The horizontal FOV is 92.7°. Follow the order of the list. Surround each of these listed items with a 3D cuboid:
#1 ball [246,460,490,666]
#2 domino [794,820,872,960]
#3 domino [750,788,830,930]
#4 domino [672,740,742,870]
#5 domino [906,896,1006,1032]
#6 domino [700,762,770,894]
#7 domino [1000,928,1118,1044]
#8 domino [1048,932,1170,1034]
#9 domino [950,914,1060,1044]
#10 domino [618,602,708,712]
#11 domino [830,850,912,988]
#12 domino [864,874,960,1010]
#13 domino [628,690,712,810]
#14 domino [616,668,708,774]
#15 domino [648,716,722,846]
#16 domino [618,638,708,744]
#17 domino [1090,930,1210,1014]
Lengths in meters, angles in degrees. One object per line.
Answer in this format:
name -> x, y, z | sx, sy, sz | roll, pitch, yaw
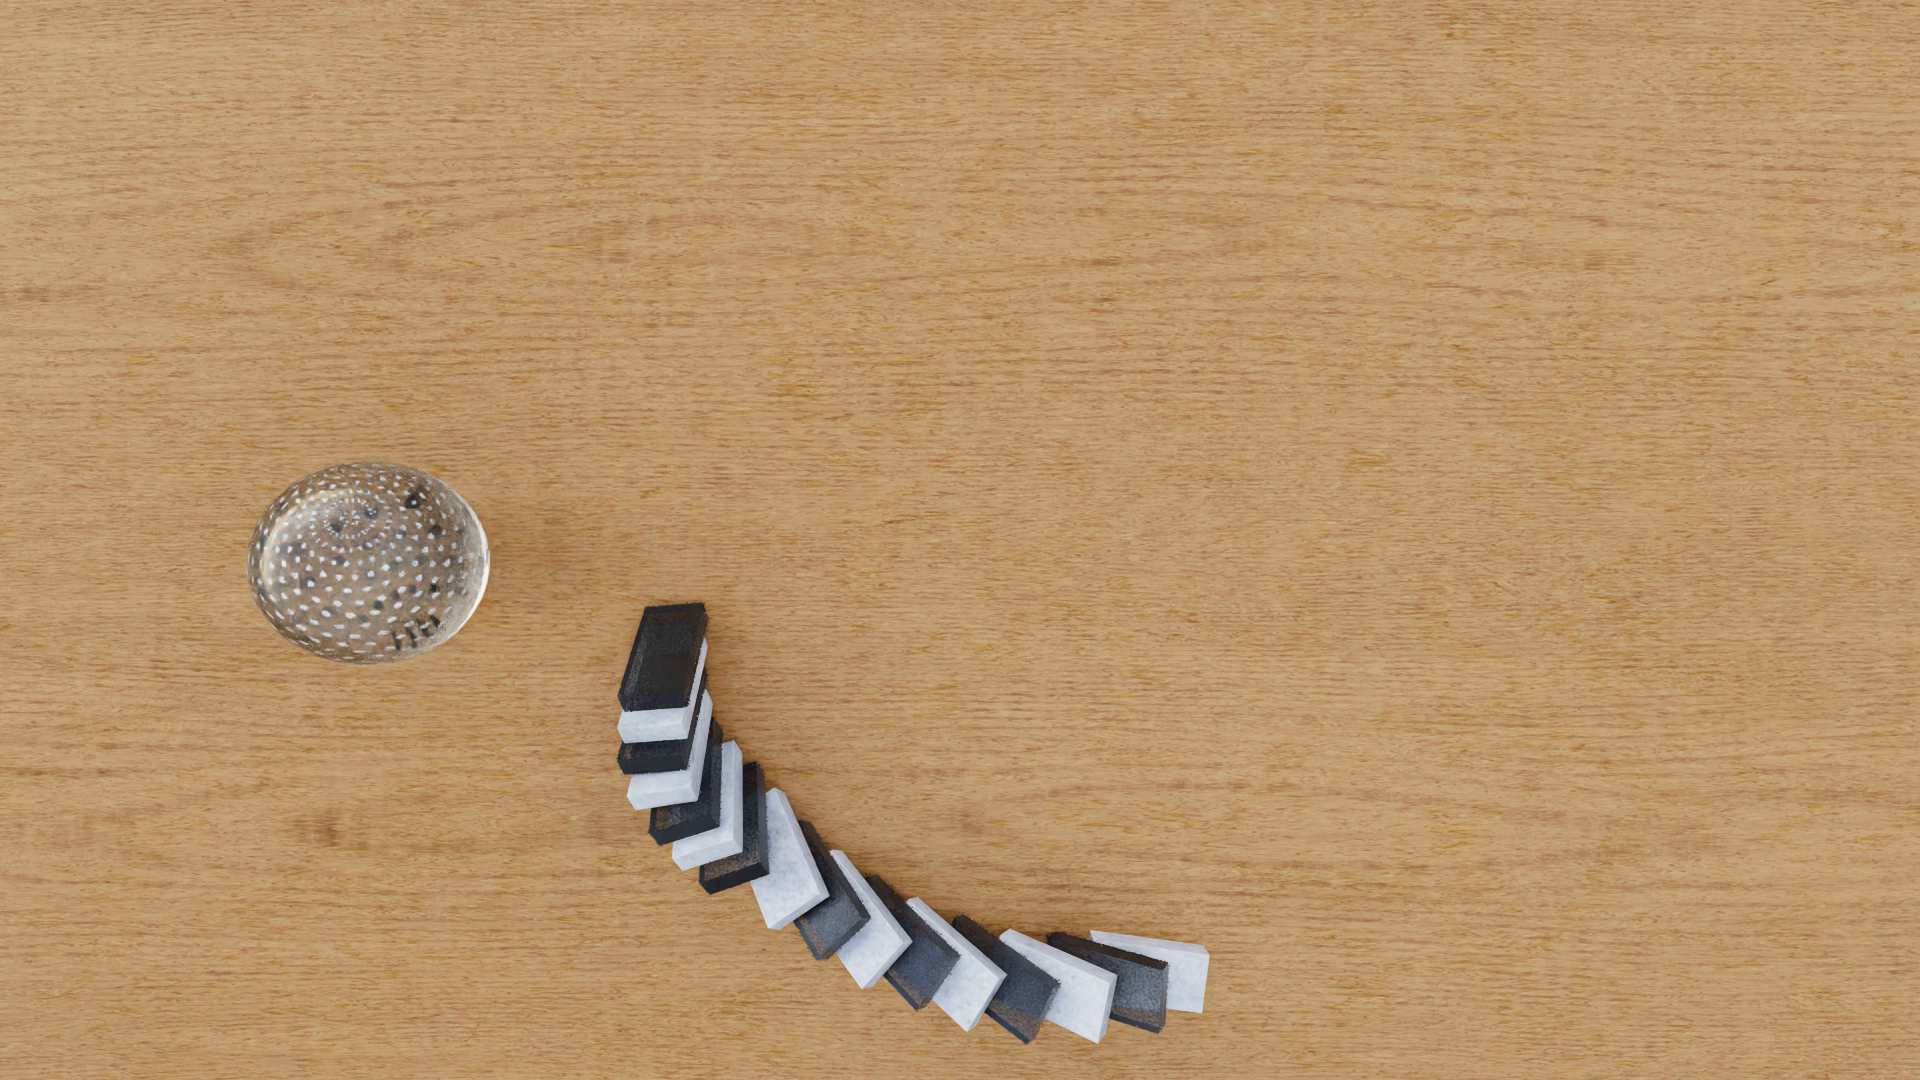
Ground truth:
ball -> -0.230, 0.009, 0.360 | 0.080, 0.080, 0.080 | 0, 90, 0
domino -> -0.061, 0.146, 0.383 | 0.025, 0.010, 0.050 | -43, 59, 0
domino -> -0.077, 0.132, 0.383 | 0.025, 0.009, 0.050 | -34, 58, 0
domino -> -0.103, 0.108, 0.377 | 0.025, 0.050, 0.009 | -18, 129, 1
domino -> -0.008, 0.177, 0.384 | 0.050, 0.010, 0.025 | 31, 90, 27
domino -> -0.093, 0.118, 0.378 | 0.025, 0.050, 0.009 | -19, 129, 0
domino -> 0.038, 0.186, 0.383 | 0.050, 0.010, 0.025 | 12, 92, 29
domino -> 0.060, 0.184, 0.382 | 0.050, 0.009, 0.025 | 3, 88, 29
domino -> 0.014, 0.183, 0.384 | 0.050, 0.010, 0.025 | 25, 90, 28
domino -> -0.121, 0.047, 0.378 | 0.025, 0.050, 0.009 | -4, 130, 0
domino -> -0.045, 0.158, 0.383 | 0.025, 0.009, 0.050 | -48, 60, 0
domino -> -0.027, 0.168, 0.384 | 0.050, 0.010, 0.025 | 34, 90, 28
domino -> -0.118, 0.085, 0.378 | 0.025, 0.050, 0.010 | -9, 129, 1
domino -> -0.122, 0.072, 0.378 | 0.025, 0.050, 0.010 | -4, 130, 0
domino -> -0.112, 0.098, 0.377 | 0.025, 0.050, 0.010 | -18, 129, 1
domino -> -0.122, 0.060, 0.378 | 0.025, 0.050, 0.009 | -4, 130, 0
domino -> 0.080, 0.186, 0.395 | 0.050, 0.009, 0.025 | 8, 90, 0
